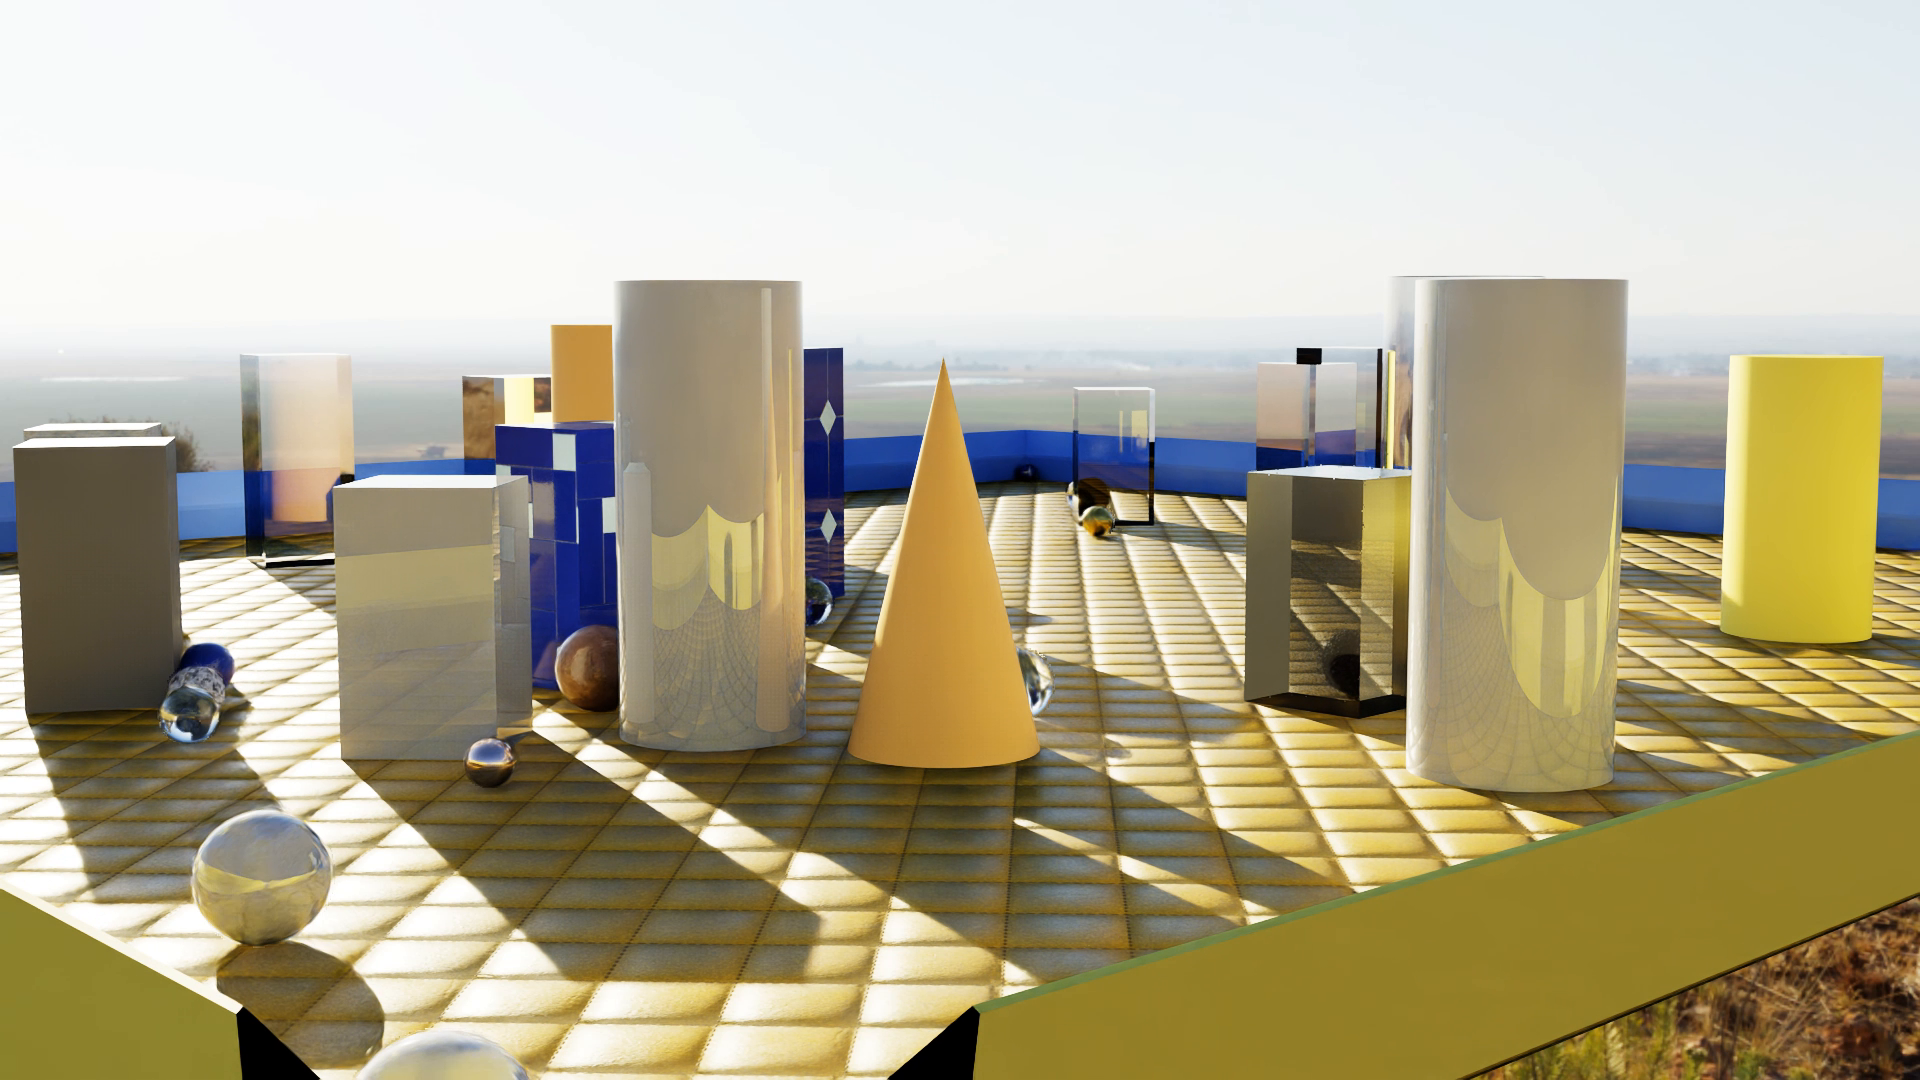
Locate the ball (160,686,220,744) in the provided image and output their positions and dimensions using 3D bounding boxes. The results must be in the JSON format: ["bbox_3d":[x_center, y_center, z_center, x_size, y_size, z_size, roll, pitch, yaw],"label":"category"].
[{"bbox_3d":[-0.795,0.180,2.268,0.059,0.059,0.059,0,6,0],"label":"ball"}]

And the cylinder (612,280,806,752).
[{"bbox_3d":[-0.261,-0.032,2.299,0.197,0.474,0.197,0,6,0],"label":"cylinder"}]

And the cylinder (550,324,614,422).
[{"bbox_3d":[-0.480,-0.094,3.132,0.197,0.424,0.197,0,6,0],"label":"cylinder"}]

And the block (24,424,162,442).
[{"bbox_3d":[-1.223,-0.021,3.122,0.157,0.281,0.157,-1,6,-12],"label":"block"}]

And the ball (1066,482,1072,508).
[{"bbox_3d":[0.276,-0.097,4.783,0.088,0.088,0.088,0,6,0],"label":"ball"}]

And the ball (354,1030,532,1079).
[{"bbox_3d":[-0.251,0.286,1.061,0.098,0.098,0.098,0,6,0],"label":"ball"}]

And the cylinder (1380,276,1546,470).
[{"bbox_3d":[0.628,-0.086,2.763,0.197,0.486,0.197,0,6,0],"label":"cylinder"}]

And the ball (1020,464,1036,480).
[{"bbox_3d":[0.178,-0.177,5.758,0.044,0.044,0.044,0,6,0],"label":"ball"}]

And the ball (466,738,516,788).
[{"bbox_3d":[-0.440,0.208,2.060,0.046,0.046,0.046,0,6,0],"label":"ball"}]

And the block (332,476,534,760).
[{"bbox_3d":[-0.535,0.075,2.250,0.157,0.271,0.157,0,6,2],"label":"block"}]

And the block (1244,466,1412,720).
[{"bbox_3d":[0.436,0.054,2.500,0.157,0.262,0.157,6,8,45],"label":"block"}]

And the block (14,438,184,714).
[{"bbox_3d":[-0.981,0.035,2.516,0.157,0.295,0.157,-2,6,-16],"label":"block"}]

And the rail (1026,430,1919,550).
[{"bbox_3d":[1.326,-0.094,4.549,0.045,0.128,3.449,-5,8,-42],"label":"rail"}]

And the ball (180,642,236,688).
[{"bbox_3d":[-0.875,0.148,2.556,0.062,0.062,0.062,0,6,0],"label":"ball"}]

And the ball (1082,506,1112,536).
[{"bbox_3d":[0.270,-0.037,4.338,0.060,0.060,0.060,0,6,0],"label":"ball"}]

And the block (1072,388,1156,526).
[{"bbox_3d":[0.321,-0.177,4.618,0.157,0.281,0.157,0,6,-1],"label":"block"}]

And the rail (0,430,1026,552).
[{"bbox_3d":[-1.153,-0.097,4.575,3.655,0.128,0.045,-5,8,-42],"label":"rail"}]

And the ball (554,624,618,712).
[{"bbox_3d":[-0.400,0.142,2.443,0.098,0.098,0.098,0,6,0],"label":"ball"}]

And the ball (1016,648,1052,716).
[{"bbox_3d":[0.062,0.158,2.394,0.078,0.078,0.078,0,6,0],"label":"ball"}]

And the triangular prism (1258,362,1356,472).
[{"bbox_3d":[0.587,-0.133,3.858,0.148,0.352,0.170,4,7,35],"label":"triangular prism"}]

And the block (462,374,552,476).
[{"bbox_3d":[-0.781,-0.130,3.947,0.157,0.327,0.157,-5,8,-40],"label":"block"}]

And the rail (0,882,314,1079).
[{"bbox_3d":[-1.326,0.160,2.115,0.045,0.128,3.449,-5,8,-42],"label":"rail"}]

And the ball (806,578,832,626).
[{"bbox_3d":[-0.215,0.087,3.109,0.069,0.069,0.069,0,6,0],"label":"ball"}]

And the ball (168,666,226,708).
[{"bbox_3d":[-0.833,0.166,2.398,0.059,0.059,0.059,0,6,0],"label":"ball"}]

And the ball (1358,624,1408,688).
[{"bbox_3d":[0.510,0.137,2.600,0.076,0.076,0.076,0,6,0],"label":"ball"}]

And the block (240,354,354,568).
[{"bbox_3d":[-1.171,-0.144,3.890,0.157,0.367,0.157,-3,7,-29],"label":"block"}]

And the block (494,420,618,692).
[{"bbox_3d":[-0.444,0.016,2.644,0.157,0.308,0.157,5,8,42],"label":"block"}]

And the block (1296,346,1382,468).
[{"bbox_3d":[0.777,-0.197,4.381,0.157,0.371,0.157,5,8,40],"label":"block"}]

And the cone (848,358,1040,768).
[{"bbox_3d":[-0.017,0.014,2.223,0.197,0.399,0.197,0,6,0],"label":"cone"}]

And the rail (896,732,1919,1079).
[{"bbox_3d":[1.153,0.163,2.089,3.655,0.128,0.045,-5,8,-42],"label":"rail"}]

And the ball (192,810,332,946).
[{"bbox_3d":[-0.491,0.237,1.547,0.095,0.095,0.095,0,6,0],"label":"ball"}]

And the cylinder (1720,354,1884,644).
[{"bbox_3d":[1.158,-0.062,3.029,0.197,0.382,0.197,0,6,0],"label":"cylinder"}]

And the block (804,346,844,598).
[{"bbox_3d":[-0.284,-0.102,3.384,0.157,0.387,0.157,3,6,23],"label":"block"}]

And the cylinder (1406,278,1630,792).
[{"bbox_3d":[0.533,-0.012,2.111,0.197,0.473,0.197,0,6,0],"label":"cylinder"}]
